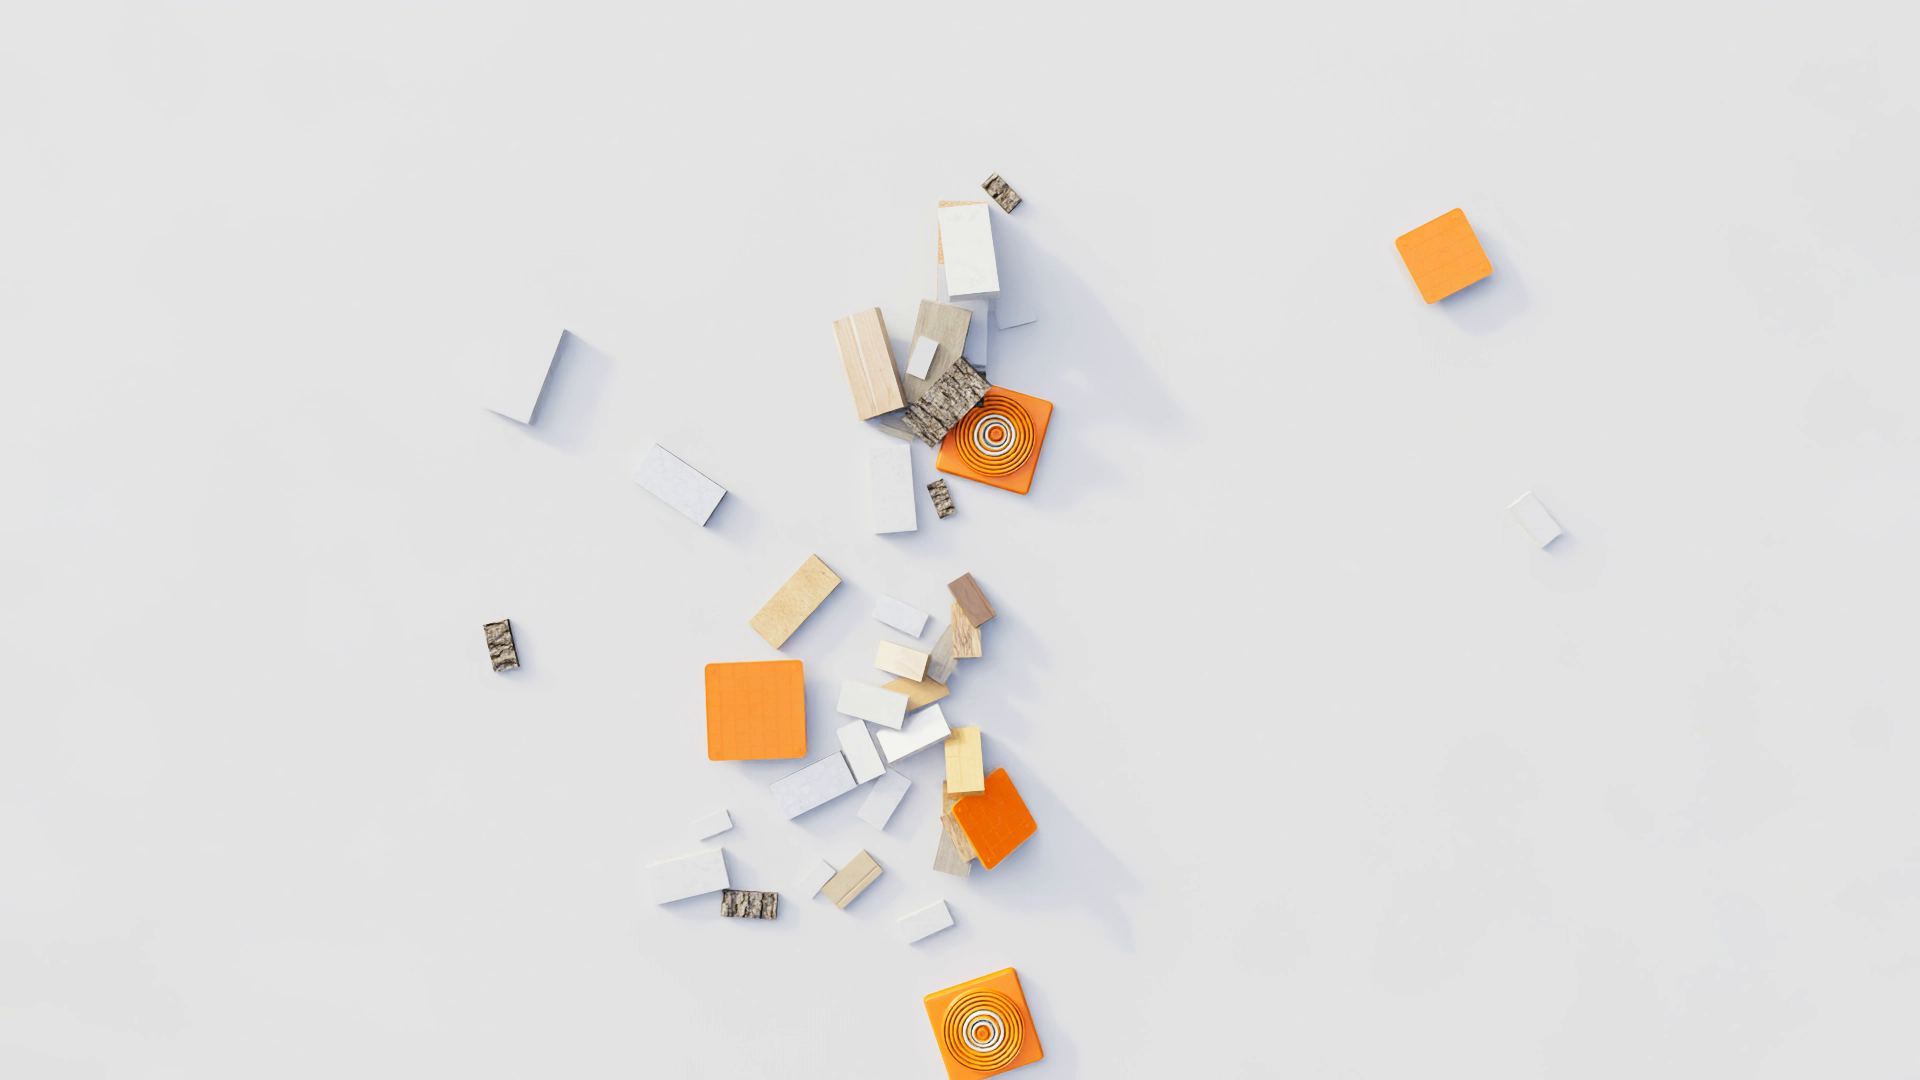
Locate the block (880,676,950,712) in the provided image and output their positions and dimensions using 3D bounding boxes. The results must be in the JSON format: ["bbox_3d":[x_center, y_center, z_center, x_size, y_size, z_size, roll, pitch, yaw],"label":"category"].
[{"bbox_3d":[-0.158,0.502,5.484,0.225,0.032,0.113,-23,90,0],"label":"block"}]

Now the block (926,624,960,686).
[{"bbox_3d":[-0.047,0.381,5.464,0.092,0.026,0.185,33,76,0],"label":"block"}]

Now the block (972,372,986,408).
[{"bbox_3d":[0.051,-0.498,5.444,0.061,0.017,0.122,2,74,10],"label":"block"}]

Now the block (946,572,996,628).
[{"bbox_3d":[0.039,0.200,5.461,0.085,0.024,0.171,-31,78,-14],"label":"block"}]

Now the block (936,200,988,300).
[{"bbox_3d":[0.008,-0.958,5.477,0.162,0.046,0.325,1,90,0],"label":"block"}]

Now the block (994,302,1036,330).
[{"bbox_3d":[0.186,-0.746,5.491,0.129,0.018,0.064,-14,90,0],"label":"block"}]

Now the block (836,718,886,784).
[{"bbox_3d":[-0.326,0.701,5.472,0.096,0.027,0.193,-25,84,4],"label":"block"}]

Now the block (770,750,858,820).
[{"bbox_3d":[-0.486,0.815,5.482,0.260,0.037,0.130,-26,90,0],"label":"block"}]

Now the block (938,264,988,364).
[{"bbox_3d":[0.008,-0.744,5.442,0.162,0.046,0.325,1,103,0],"label":"block"}]

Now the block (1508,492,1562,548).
[{"bbox_3d":[1.913,-0.067,5.488,0.086,0.024,0.171,-39,90,0],"label":"block"}]

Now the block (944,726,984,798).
[{"bbox_3d":[0.013,0.728,5.415,0.119,0.034,0.238,-4,53,0],"label":"block"}]

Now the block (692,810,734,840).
[{"bbox_3d":[-0.825,0.949,5.491,0.124,0.018,0.062,-22,90,0],"label":"block"}]

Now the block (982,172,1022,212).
[{"bbox_3d":[0.138,-1.157,5.491,0.064,0.018,0.129,-44,90,0],"label":"block"}]

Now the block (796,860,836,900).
[{"bbox_3d":[-0.478,1.128,5.491,0.062,0.018,0.124,42,90,0],"label":"block"}]

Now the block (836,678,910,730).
[{"bbox_3d":[-0.287,0.541,5.457,0.225,0.032,0.112,15,98,10],"label":"block"}]

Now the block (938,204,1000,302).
[{"bbox_3d":[0.028,-0.937,5.374,0.162,0.046,0.325,-6,70,-2],"label":"block"}]

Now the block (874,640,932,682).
[{"bbox_3d":[-0.189,0.400,5.446,0.184,0.026,0.092,15,90,28],"label":"block"}]

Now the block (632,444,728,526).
[{"bbox_3d":[-0.932,-0.183,5.480,0.285,0.040,0.143,34,90,0],"label":"block"}]

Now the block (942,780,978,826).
[{"bbox_3d":[0.003,0.922,5.483,0.119,0.034,0.238,0,90,0],"label":"block"}]

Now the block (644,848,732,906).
[{"bbox_3d":[-0.904,1.117,5.482,0.260,0.037,0.130,-14,90,0],"label":"block"}]

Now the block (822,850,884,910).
[{"bbox_3d":[-0.358,1.129,5.486,0.193,0.027,0.096,-43,90,0],"label":"block"}]

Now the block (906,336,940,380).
[{"bbox_3d":[-0.122,-0.598,5.399,0.064,0.018,0.129,23,106,3],"label":"block"}]

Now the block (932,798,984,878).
[{"bbox_3d":[-0.004,0.985,5.450,0.119,0.034,0.238,14,90,0],"label":"block"}]

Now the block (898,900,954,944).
[{"bbox_3d":[-0.115,1.271,5.488,0.169,0.024,0.085,-25,90,0],"label":"block"}]

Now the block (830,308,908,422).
[{"bbox_3d":[-0.300,-0.580,5.448,0.169,0.048,0.338,-16,90,21],"label":"block"}]

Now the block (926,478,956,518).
[{"bbox_3d":[-0.062,-0.138,5.491,0.061,0.017,0.121,-22,90,0],"label":"block"}]

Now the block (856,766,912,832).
[{"bbox_3d":[-0.252,0.859,5.486,0.096,0.027,0.193,32,90,0],"label":"block"}]

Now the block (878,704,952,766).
[{"bbox_3d":[-0.151,0.645,5.460,0.225,0.032,0.113,-26,63,0],"label":"block"}]

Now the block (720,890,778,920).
[{"bbox_3d":[-0.701,1.213,5.488,0.184,0.024,0.085,3,90,0],"label":"block"}]

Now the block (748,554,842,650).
[{"bbox_3d":[-0.548,0.205,5.482,0.130,0.037,0.317,43,90,0],"label":"block"}]

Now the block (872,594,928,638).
[{"bbox_3d":[-0.198,0.251,5.488,0.171,0.024,0.086,24,90,0],"label":"block"}]

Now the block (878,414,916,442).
[{"bbox_3d":[-0.205,-0.374,5.491,0.122,0.017,0.061,19,90,0],"label":"block"}]

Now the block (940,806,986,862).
[{"bbox_3d":[0.010,0.965,5.421,0.085,0.024,0.169,-28,90,0],"label":"block"}]

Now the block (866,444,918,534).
[{"bbox_3d":[-0.226,-0.169,5.480,0.143,0.040,0.285,-5,90,0],"label":"block"}]

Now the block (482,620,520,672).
[{"bbox_3d":[-1.527,0.352,5.488,0.082,0.023,0.164,-13,90,0],"label":"block"}]

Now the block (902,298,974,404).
[{"bbox_3d":[-0.079,-0.607,5.424,0.169,0.048,0.338,15,105,5],"label":"block"}]

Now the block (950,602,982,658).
[{"bbox_3d":[0.020,0.298,5.463,0.092,0.026,0.185,-1,78,-7],"label":"block"}]

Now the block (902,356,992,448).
[{"bbox_3d":[-0.044,-0.452,5.411,0.143,0.040,0.285,44,106,-3],"label":"block"}]

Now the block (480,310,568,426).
[{"bbox_3d":[-1.448,-0.571,5.476,0.169,0.048,0.338,21,90,0],"label":"block"}]
